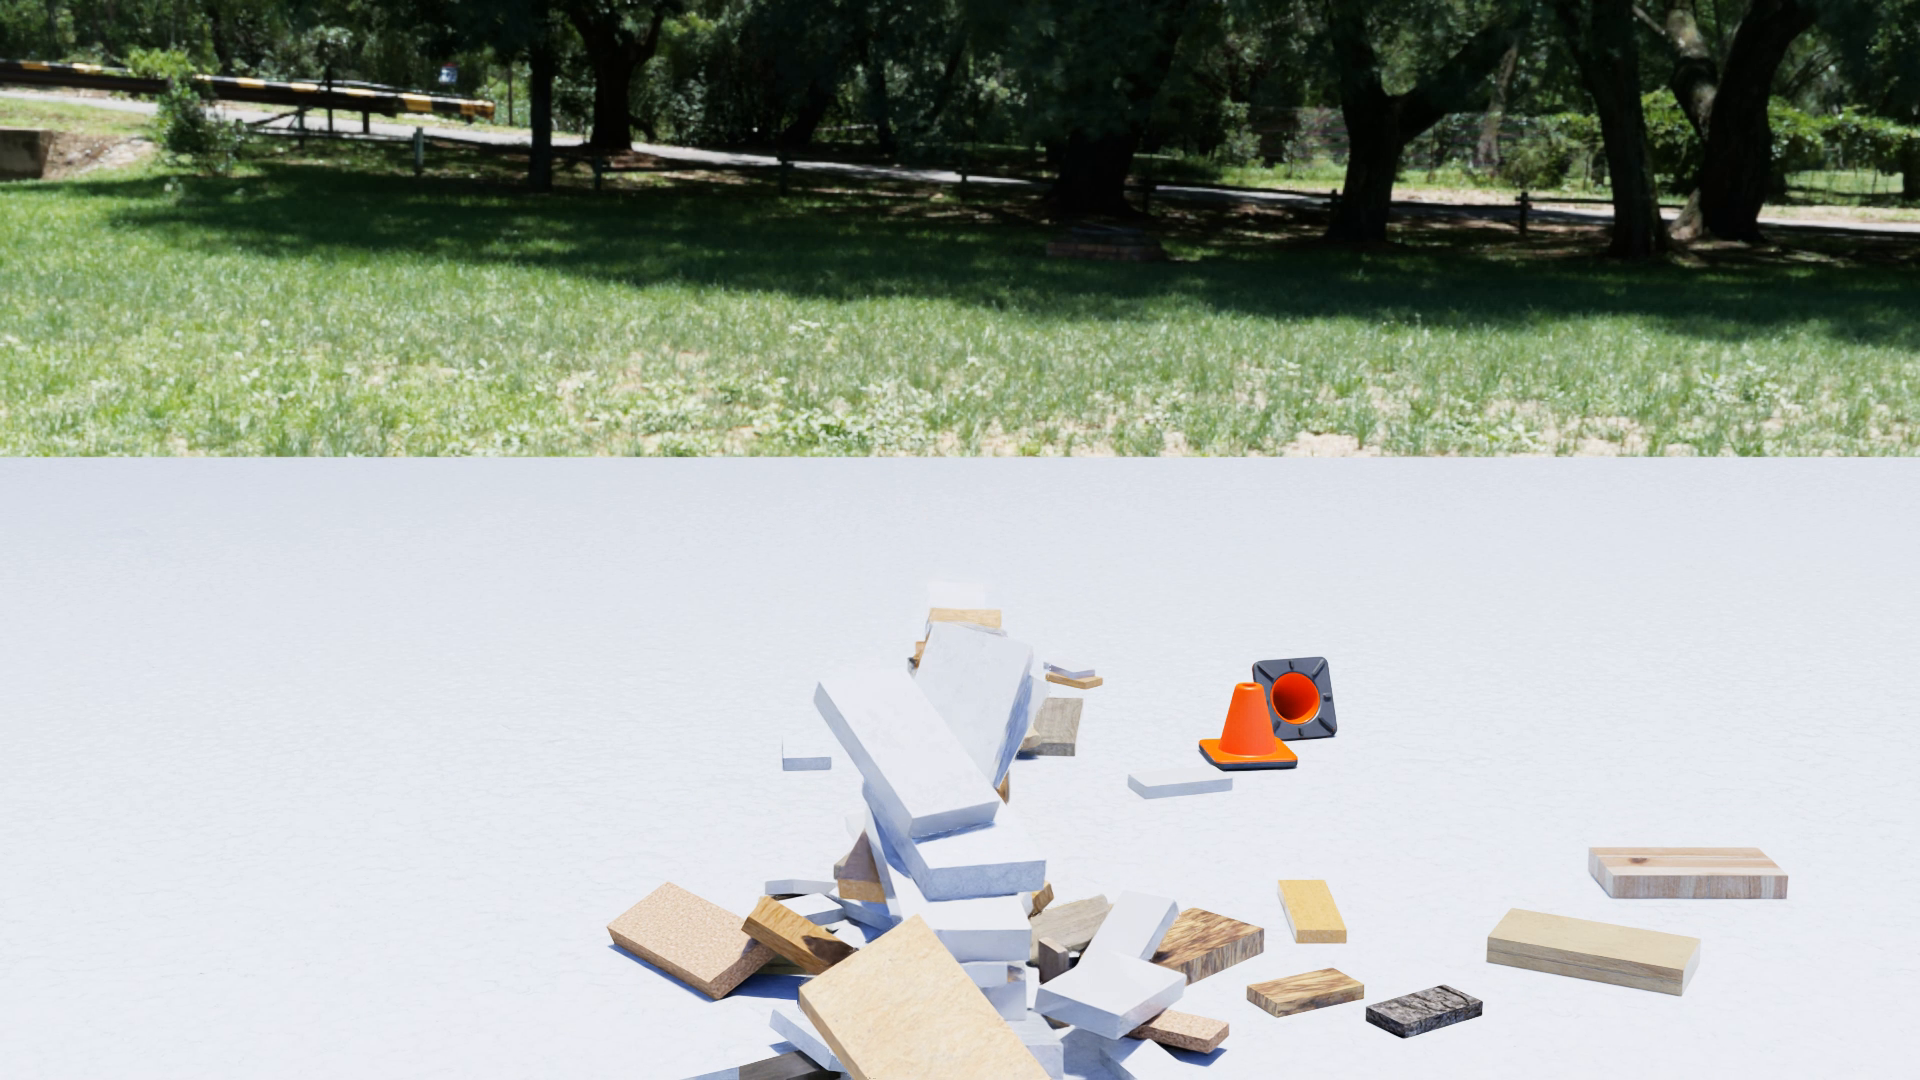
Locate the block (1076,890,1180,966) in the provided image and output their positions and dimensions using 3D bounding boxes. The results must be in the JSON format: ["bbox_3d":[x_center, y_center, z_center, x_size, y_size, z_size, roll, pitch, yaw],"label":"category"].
[{"bbox_3d":[0.243,0.601,3.257,0.091,0.026,0.183,4,43,39],"label":"block"}]

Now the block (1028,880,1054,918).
[{"bbox_3d":[0.011,0.558,3.498,0.261,0.033,0.117,12,37,41],"label":"block"}]

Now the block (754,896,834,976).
[{"bbox_3d":[-0.269,0.616,3.435,0.123,0.035,0.247,1,11,3],"label":"block"}]

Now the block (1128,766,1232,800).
[{"bbox_3d":[0.425,0.468,4.253,0.181,0.026,0.090,-4,11,-18],"label":"block"}]

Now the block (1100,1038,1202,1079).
[{"bbox_3d":[0.257,0.713,2.945,0.077,0.022,0.155,-5,11,-23],"label":"block"}]

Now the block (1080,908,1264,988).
[{"bbox_3d":[0.326,0.629,3.353,0.138,0.039,0.275,10,14,43],"label":"block"}]

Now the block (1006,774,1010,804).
[{"bbox_3d":[0.007,0.411,4.237,0.159,0.045,0.318,1,21,-3],"label":"block"}]

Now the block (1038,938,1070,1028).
[{"bbox_3d":[0.134,0.631,3.134,0.016,0.114,0.057,-8,13,-27],"label":"block"}]

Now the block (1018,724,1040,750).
[{"bbox_3d":[0.066,0.409,4.474,0.175,0.025,0.087,-12,21,-14],"label":"block"}]

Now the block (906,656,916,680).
[{"bbox_3d":[-0.016,0.283,4.542,0.159,0.045,0.318,0,4,-7],"label":"block"}]

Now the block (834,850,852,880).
[{"bbox_3d":[-0.142,0.551,3.806,0.091,0.026,0.182,4,11,19],"label":"block"}]

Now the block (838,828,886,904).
[{"bbox_3d":[-0.085,0.454,3.270,0.123,0.035,0.247,4,27,15],"label":"block"}]

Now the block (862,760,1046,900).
[{"bbox_3d":[-0.014,0.405,3.119,0.167,0.047,0.334,-2,19,-18],"label":"block"}]

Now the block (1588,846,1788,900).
[{"bbox_3d":[1.225,0.561,3.712,0.290,0.041,0.145,0,11,0],"label":"block"}]

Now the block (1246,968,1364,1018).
[{"bbox_3d":[0.506,0.662,3.221,0.155,0.022,0.077,-5,12,-27],"label":"block"}]

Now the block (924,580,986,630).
[{"bbox_3d":[-0.011,0.171,4.566,0.123,0.035,0.246,3,35,-1],"label":"block"}]

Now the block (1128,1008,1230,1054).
[{"bbox_3d":[0.296,0.676,3.047,0.138,0.020,0.069,6,12,30],"label":"block"}]

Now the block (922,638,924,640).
[{"bbox_3d":[-0.009,0.269,4.339,0.123,0.035,0.246,1,27,-3],"label":"block"}]

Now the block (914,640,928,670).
[{"bbox_3d":[-0.007,0.245,3.825,0.121,0.034,0.241,0,-29,5],"label":"block"}]

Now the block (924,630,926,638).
[{"bbox_3d":[-0.004,0.216,4.271,0.127,0.036,0.254,2,7,-2],"label":"block"}]

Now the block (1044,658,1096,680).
[{"bbox_3d":[0.253,0.299,5.094,0.062,0.017,0.123,-7,12,-32],"label":"block"}]

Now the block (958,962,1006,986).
[{"bbox_3d":[0.003,0.574,2.953,0.098,0.028,0.195,1,-5,-6],"label":"block"}]

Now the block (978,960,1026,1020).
[{"bbox_3d":[0.003,0.625,3.086,0.177,0.050,0.355,0,-5,1],"label":"block"}]

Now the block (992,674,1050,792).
[{"bbox_3d":[0.037,0.317,3.573,0.123,0.247,0.035,26,-20,6],"label":"block"}]

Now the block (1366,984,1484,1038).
[{"bbox_3d":[0.665,0.675,3.151,0.155,0.022,0.077,-7,12,-32],"label":"block"}]

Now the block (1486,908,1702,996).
[{"bbox_3d":[0.967,0.627,3.359,0.290,0.041,0.145,6,12,28],"label":"block"}]

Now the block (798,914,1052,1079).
[{"bbox_3d":[-0.019,0.632,2.629,0.177,0.050,0.355,-29,59,-23],"label":"block"}]

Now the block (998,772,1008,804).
[{"bbox_3d":[0.010,0.447,3.688,0.135,0.271,0.038,1,5,5],"label":"block"}]

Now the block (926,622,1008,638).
[{"bbox_3d":[0.010,0.157,3.730,0.072,0.020,0.202,-2,3,-21],"label":"block"}]

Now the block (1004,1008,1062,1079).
[{"bbox_3d":[0.027,0.655,2.853,0.177,0.050,0.355,0,-5,-3],"label":"block"}]

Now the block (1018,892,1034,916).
[{"bbox_3d":[0.020,0.562,3.207,0.117,0.033,0.234,-5,8,17],"label":"block"}]

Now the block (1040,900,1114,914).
[{"bbox_3d":[0.215,0.594,3.437,0.091,0.026,0.182,-10,4,-35],"label":"block"}]

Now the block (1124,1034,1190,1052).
[{"bbox_3d":[0.276,0.686,3.098,0.138,0.020,0.069,7,12,31],"label":"block"}]

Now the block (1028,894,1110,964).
[{"bbox_3d":[0.165,0.593,3.352,0.135,0.067,0.019,-21,-39,14],"label":"block"}]

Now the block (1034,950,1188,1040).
[{"bbox_3d":[0.212,0.630,3.060,0.123,0.035,0.247,14,9,26],"label":"block"}]

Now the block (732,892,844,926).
[{"bbox_3d":[-0.270,0.587,3.432,0.157,0.022,0.079,-7,12,-32],"label":"block"}]

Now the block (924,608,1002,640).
[{"bbox_3d":[0.001,0.183,4.017,0.127,0.036,0.254,2,-20,-3],"label":"block"}]

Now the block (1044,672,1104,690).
[{"bbox_3d":[0.262,0.321,5.070,0.123,0.017,0.062,10,14,43],"label":"block"}]

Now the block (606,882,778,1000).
[{"bbox_3d":[-0.409,0.608,3.353,0.123,0.035,0.298,-35,28,-30],"label":"block"}]

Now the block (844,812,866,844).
[{"bbox_3d":[-0.102,0.480,3.424,0.091,0.026,0.389,-9,9,-11],"label":"block"}]

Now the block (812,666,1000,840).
[{"bbox_3d":[-0.079,0.299,3.131,0.145,0.041,0.290,-7,41,-32],"label":"block"}]

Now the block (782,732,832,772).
[{"bbox_3d":[-0.312,0.428,4.467,0.096,0.027,0.192,-1,11,-5],"label":"block"}]

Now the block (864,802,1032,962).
[{"bbox_3d":[-0.023,0.468,3.075,0.167,0.047,0.401,1,19,-11],"label":"block"}]

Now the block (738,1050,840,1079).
[{"bbox_3d":[-0.239,0.715,2.941,0.142,0.020,0.071,-7,13,-34],"label":"block"}]

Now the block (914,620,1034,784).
[{"bbox_3d":[-0.010,0.304,3.517,0.167,0.334,0.047,13,-26,14],"label":"block"}]

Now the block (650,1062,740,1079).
[{"bbox_3d":[-0.370,0.717,2.791,0.186,0.071,0.020,-6,12,-29],"label":"block"}]

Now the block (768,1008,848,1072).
[{"bbox_3d":[-0.179,0.685,3.002,0.091,0.026,0.183,14,0,-31],"label":"block"}]

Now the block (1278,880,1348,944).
[{"bbox_3d":[0.568,0.599,3.557,0.079,0.022,0.235,0,11,1],"label":"block"}]

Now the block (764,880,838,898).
[{"bbox_3d":[-0.228,0.567,3.559,0.158,0.022,0.079,12,-17,-38],"label":"block"}]

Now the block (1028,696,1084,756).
[{"bbox_3d":[0.206,0.393,4.657,0.096,0.027,0.366,1,11,6],"label":"block"}]

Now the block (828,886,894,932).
[{"bbox_3d":[-0.081,0.568,3.444,0.234,0.033,0.117,13,35,42],"label":"block"}]

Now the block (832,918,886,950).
[{"bbox_3d":[-0.130,0.618,3.444,0.098,0.028,0.195,4,11,20],"label":"block"}]

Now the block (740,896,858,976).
[{"bbox_3d":[-0.215,0.605,3.252,0.212,0.026,0.091,30,15,6],"label":"block"}]
